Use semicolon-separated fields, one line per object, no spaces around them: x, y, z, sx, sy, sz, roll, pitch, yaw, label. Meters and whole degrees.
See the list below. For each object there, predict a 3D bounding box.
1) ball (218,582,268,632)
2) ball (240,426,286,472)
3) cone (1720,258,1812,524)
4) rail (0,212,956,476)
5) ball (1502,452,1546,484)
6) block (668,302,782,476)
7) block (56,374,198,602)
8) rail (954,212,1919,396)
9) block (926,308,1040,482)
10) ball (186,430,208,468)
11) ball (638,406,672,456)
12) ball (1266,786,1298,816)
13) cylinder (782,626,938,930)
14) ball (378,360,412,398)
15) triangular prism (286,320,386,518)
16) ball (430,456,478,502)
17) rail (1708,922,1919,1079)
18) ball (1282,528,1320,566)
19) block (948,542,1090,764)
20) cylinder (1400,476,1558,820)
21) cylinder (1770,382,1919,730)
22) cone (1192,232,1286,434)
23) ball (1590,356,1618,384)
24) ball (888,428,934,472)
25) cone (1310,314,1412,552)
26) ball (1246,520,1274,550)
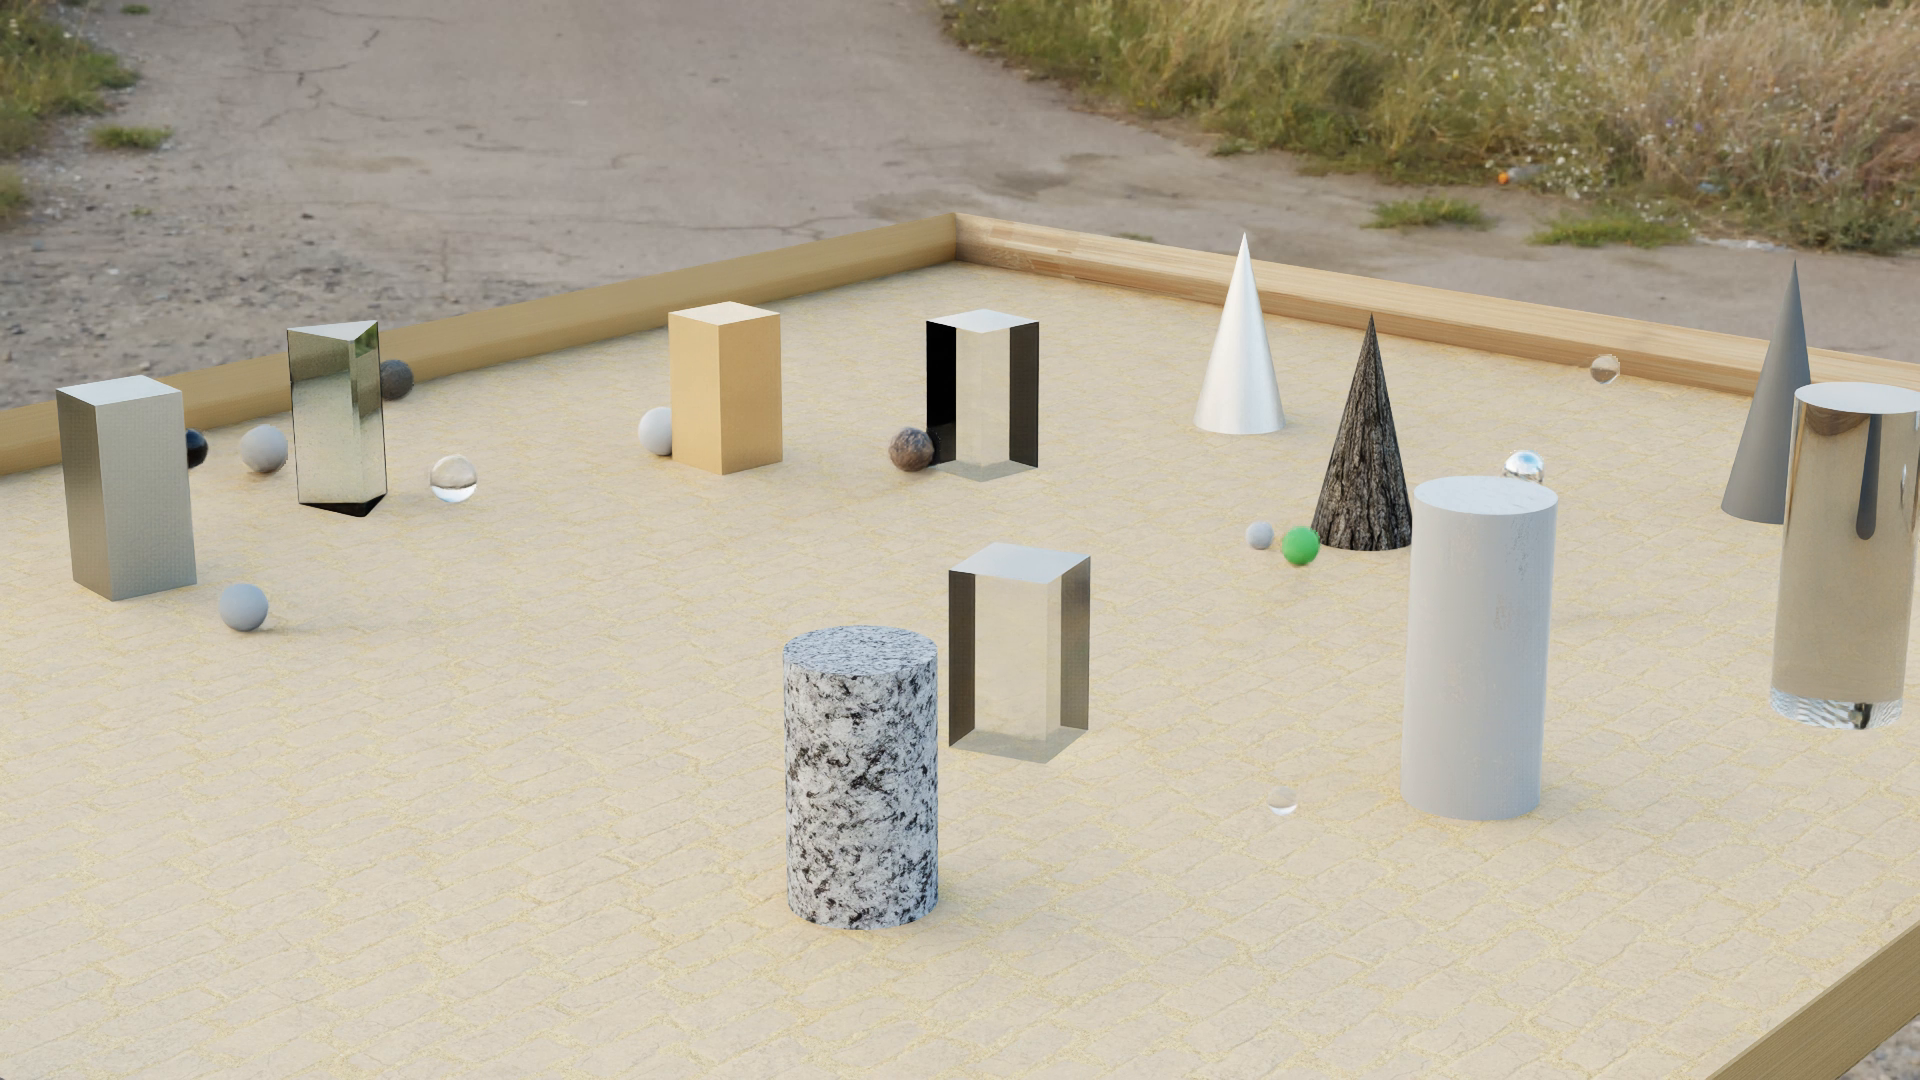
-1.207;0.113;4.940;0.081;0.081;0.081;0;17;0;ball
-1.402;-0.182;5.899;0.094;0.094;0.094;0;17;0;ball
1.568;-0.294;5.577;0.200;0.494;0.200;0;17;0;cone
-1.466;-0.334;6.339;0.045;0.130;4.482;14;22;39;rail
1.107;-0.133;5.756;0.083;0.083;0.083;0;17;0;ball
-0.475;-0.309;5.948;0.160;0.308;0.160;-15;22;-41;block
-1.465;-0.093;5.156;0.160;0.351;0.160;-14;22;-38;block
1.454;-0.450;6.723;3.931;0.130;0.045;14;22;39;rail
0.045;-0.292;5.900;0.160;0.304;0.160;-15;22;-41;block
-1.562;-0.185;5.934;0.079;0.079;0.079;0;17;0;ball
-0.612;-0.224;6.027;0.099;0.099;0.099;0;17;0;ball
0.456;0.369;4.156;0.043;0.043;0.043;0;17;0;ball
-0.129;0.308;3.830;0.200;0.348;0.200;0;17;0;cylinder
-1.256;-0.356;6.488;0.086;0.086;0.086;0;17;0;ball
-1.171;-0.241;5.656;0.173;0.346;0.150;11;20;33;triangular prism
-0.983;-0.118;5.689;0.091;0.091;0.091;0;17;0;ball
1.466;0.400;3.901;0.045;0.130;4.482;14;22;39;rail
0.616;0.011;5.301;0.068;0.068;0.068;0;17;0;ball
0.090;0.168;4.413;0.160;0.280;0.160;8;18;25;block
0.736;0.152;4.170;0.200;0.450;0.200;0;17;0;cylinder
1.369;0.023;4.516;0.200;0.499;0.200;0;17;0;cylinder
0.600;-0.451;6.234;0.200;0.415;0.200;0;17;0;cone
1.456;-0.384;6.623;0.063;0.063;0.063;0;17;0;ball
-0.099;-0.181;5.902;0.091;0.091;0.091;0;17;0;ball
0.753;-0.213;5.422;0.200;0.428;0.200;0;17;0;cone
0.552;-0.009;5.395;0.053;0.053;0.053;0;17;0;ball
